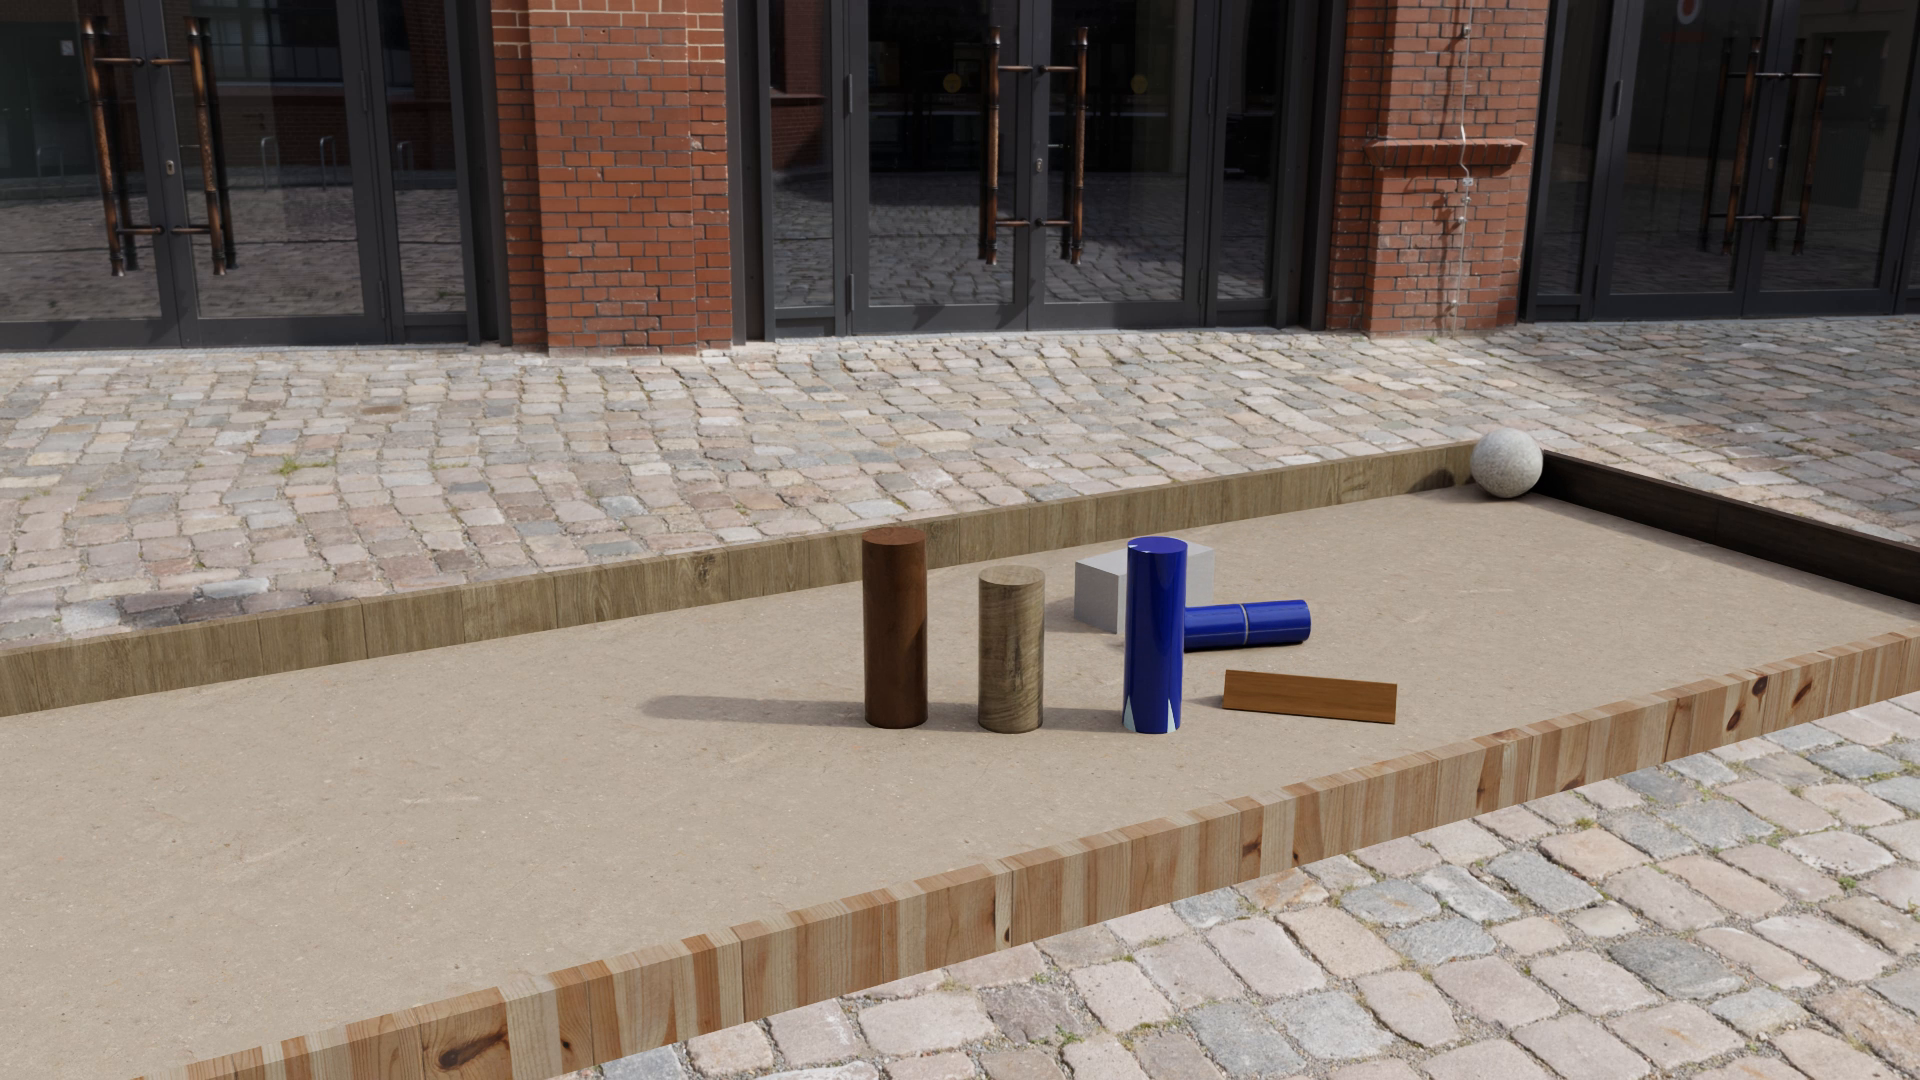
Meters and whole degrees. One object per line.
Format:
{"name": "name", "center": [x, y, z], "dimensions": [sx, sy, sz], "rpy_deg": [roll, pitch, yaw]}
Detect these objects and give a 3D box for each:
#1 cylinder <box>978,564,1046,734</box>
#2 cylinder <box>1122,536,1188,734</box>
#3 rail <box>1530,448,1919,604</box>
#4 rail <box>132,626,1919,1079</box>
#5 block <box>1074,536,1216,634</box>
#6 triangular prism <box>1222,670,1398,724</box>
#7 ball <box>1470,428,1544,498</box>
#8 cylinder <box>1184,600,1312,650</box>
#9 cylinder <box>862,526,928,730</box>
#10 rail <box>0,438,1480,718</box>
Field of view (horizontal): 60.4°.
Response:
{"name": "cylinder", "center": [0.119, 0.254, 3.846], "dimensions": [0.154, 0.363, 0.154], "rpy_deg": [0, 16, 0]}
{"name": "cylinder", "center": [0.451, 0.221, 3.826], "dimensions": [0.137, 0.438, 0.137], "rpy_deg": [0, 16, 0]}
{"name": "rail", "center": [2.466, -0.048, 5.253], "dimensions": [0.050, 0.150, 2.100], "rpy_deg": [-9, 18, -27]}
{"name": "rail", "center": [-2.336, 1.006, 1.665], "dimensions": [12.000, 0.150, 0.050], "rpy_deg": [-9, 18, -27]}
{"name": "block", "center": [0.520, 0.123, 4.637], "dimensions": [0.386, 0.168, 0.168], "rpy_deg": [-13, 21, -38]}
{"name": "triangular prism", "center": [0.838, 0.366, 3.955], "dimensions": [0.402, 0.083, 0.095], "rpy_deg": [4, 17, 13]}
{"name": "ball", "center": [1.939, -0.275, 5.852], "dimensions": [0.247, 0.247, 0.247], "rpy_deg": [0, 16, 0]}
{"name": "cylinder", "center": [0.721, 0.226, 4.384], "dimensions": [0.403, 0.112, 0.112], "rpy_deg": [-3, 17, -11]}
{"name": "cylinder", "center": [-0.151, 0.206, 3.859], "dimensions": [0.151, 0.449, 0.151], "rpy_deg": [0, 16, 0]}
{"name": "rail", "center": [-3.305, 0.497, 3.399], "dimensions": [12.000, 0.150, 0.050], "rpy_deg": [-9, 18, -27]}
